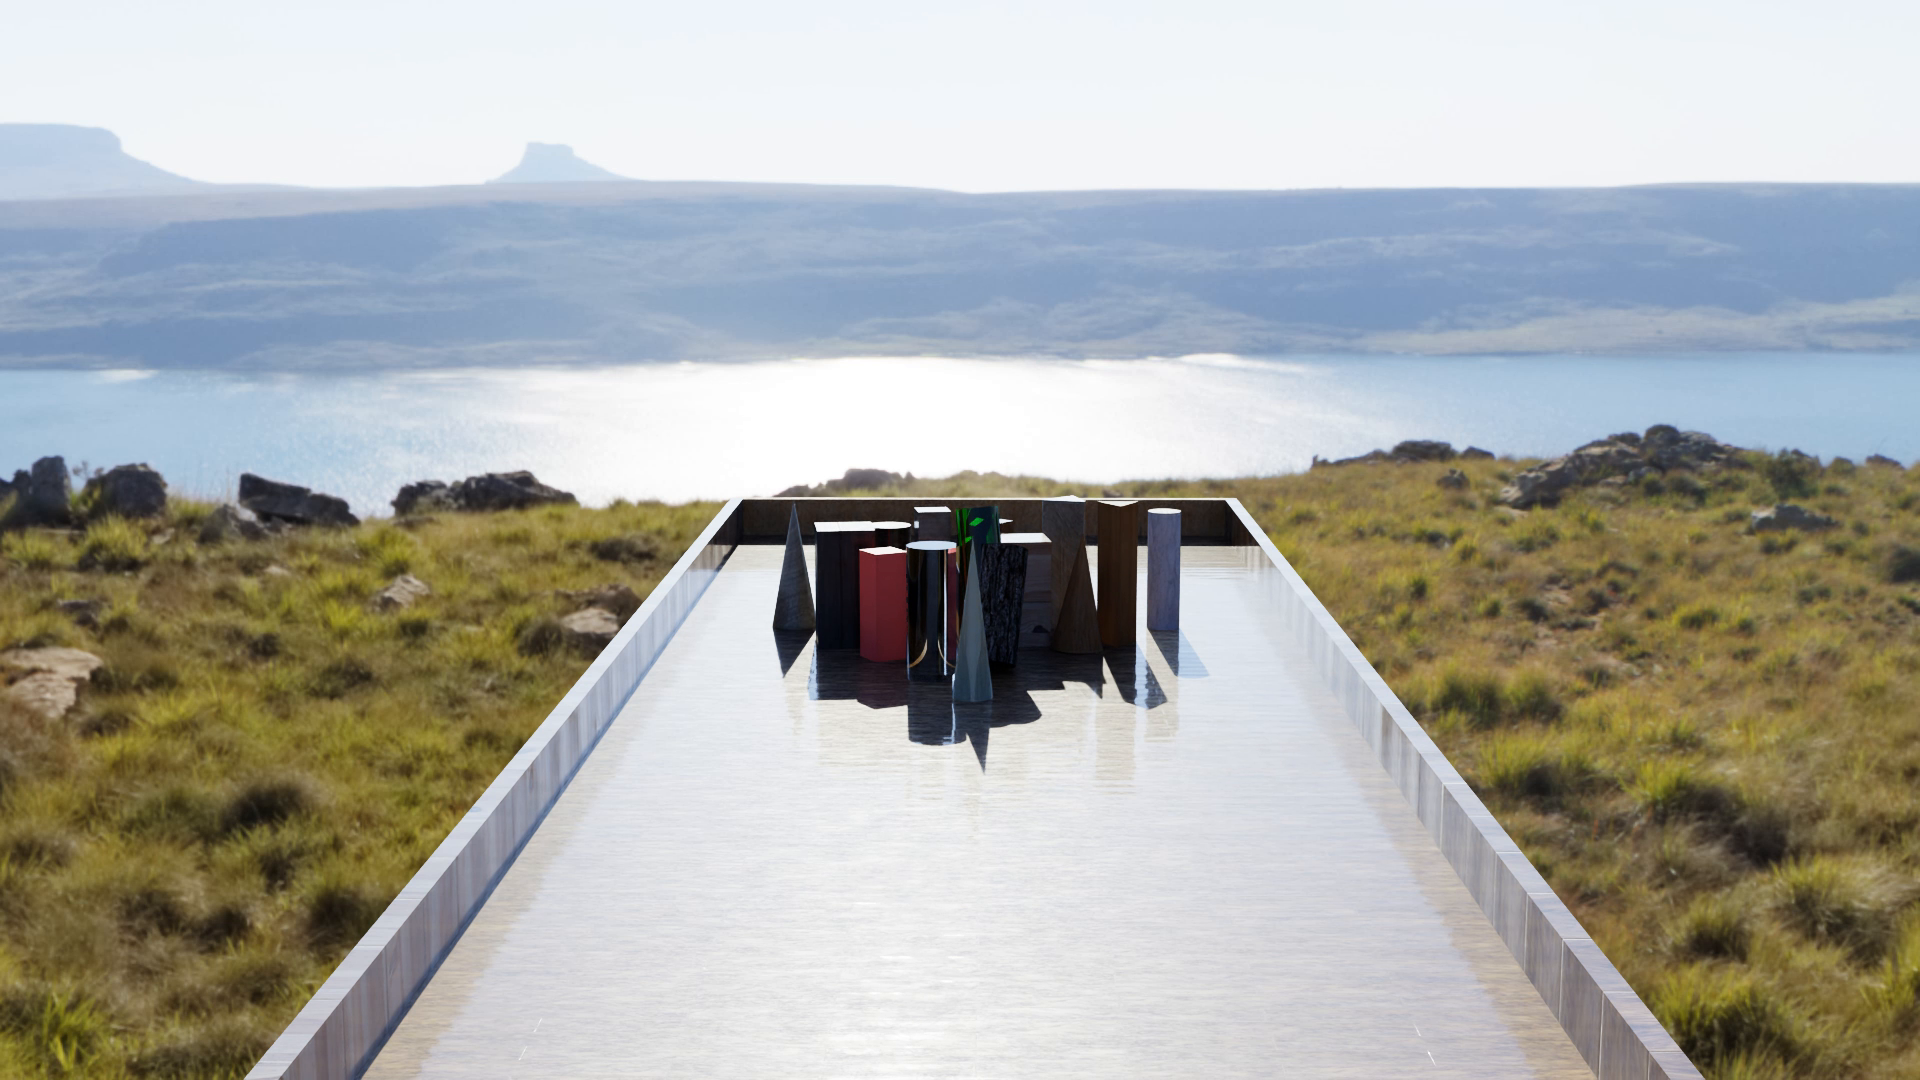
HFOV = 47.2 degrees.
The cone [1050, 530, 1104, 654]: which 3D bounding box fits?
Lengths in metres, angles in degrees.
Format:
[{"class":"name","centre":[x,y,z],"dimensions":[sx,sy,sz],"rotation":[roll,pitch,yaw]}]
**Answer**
[{"class":"cone","centre":[0.372,0.154,6.827],"dimensions":[0.164,0.371,0.164],"rotation":[2,8,0]}]

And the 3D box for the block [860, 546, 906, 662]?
[{"class":"block","centre":[-0.233,0.196,6.716],"dimensions":[0.110,0.331,0.110],"rotation":[-5,10,-29]}]

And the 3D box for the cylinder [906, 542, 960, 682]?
[{"class":"cylinder","centre":[-0.079,0.209,6.434],"dimensions":[0.155,0.393,0.155],"rotation":[0,9,0]}]

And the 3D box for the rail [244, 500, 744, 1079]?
[{"class":"rail","centre":[-1.004,0.839,3.234],"dimensions":[0.050,0.150,12.000],"rotation":[0,9,1]}]

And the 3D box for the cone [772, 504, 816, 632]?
[{"class":"cone","centre":[-0.540,0.076,7.180],"dimensions":[0.152,0.423,0.152],"rotation":[0,9,0]}]

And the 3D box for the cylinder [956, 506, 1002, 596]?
[{"class":"cylinder","centre":[0.071,0.127,6.707],"dimensions":[0.131,0.453,0.131],"rotation":[-5,0,0]}]

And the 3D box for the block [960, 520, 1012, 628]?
[{"class":"block","centre":[0.082,0.111,7.196],"dimensions":[0.129,0.349,0.129],"rotation":[7,11,38]}]

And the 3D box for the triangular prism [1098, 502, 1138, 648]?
[{"class":"triangular prism","centre":[0.513,0.103,6.928],"dimensions":[0.108,0.447,0.125],"rotation":[-5,10,-30]}]

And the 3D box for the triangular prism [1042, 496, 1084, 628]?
[{"class":"triangular prism","centre":[0.353,0.072,7.201],"dimensions":[0.141,0.423,0.122],"rotation":[3,9,17]}]

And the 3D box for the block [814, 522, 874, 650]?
[{"class":"block","centre":[-0.363,0.142,6.922],"dimensions":[0.179,0.373,0.179],"rotation":[-1,9,-6]}]

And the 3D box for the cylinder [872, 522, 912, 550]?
[{"class":"cylinder","centre":[-0.230,0.119,7.181],"dimensions":[0.142,0.338,0.142],"rotation":[0,9,0]}]

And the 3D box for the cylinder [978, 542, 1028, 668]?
[{"class":"cylinder","centre":[0.117,0.196,6.559],"dimensions":[0.139,0.353,0.139],"rotation":[6,-12,1]}]

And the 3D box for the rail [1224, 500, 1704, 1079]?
[{"class":"rail","centre":[1.046,0.843,3.208],"dimensions":[0.050,0.150,12.000],"rotation":[0,9,1]}]

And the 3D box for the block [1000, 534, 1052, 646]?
[{"class":"block","centre":[0.189,0.157,6.958],"dimensions":[0.175,0.332,0.175],"rotation":[-1,9,-6]}]

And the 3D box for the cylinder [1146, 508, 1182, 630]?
[{"class":"cylinder","centre":[0.665,0.095,7.179],"dimensions":[0.107,0.384,0.107],"rotation":[0,9,0]}]

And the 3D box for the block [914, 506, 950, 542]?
[{"class":"block","centre":[-0.086,0.116,6.916],"dimensions":[0.102,0.427,0.102],"rotation":[-1,9,-8]}]

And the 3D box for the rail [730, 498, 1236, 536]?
[{"class":"rail","centre":[0.099,-0.098,9.147],"dimensions":[2.100,0.150,0.050],"rotation":[0,9,1]}]

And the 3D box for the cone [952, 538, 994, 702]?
[{"class":"cone","centre":[0.036,0.216,6.177],"dimensions":[0.117,0.459,0.117],"rotation":[0,9,0]}]
